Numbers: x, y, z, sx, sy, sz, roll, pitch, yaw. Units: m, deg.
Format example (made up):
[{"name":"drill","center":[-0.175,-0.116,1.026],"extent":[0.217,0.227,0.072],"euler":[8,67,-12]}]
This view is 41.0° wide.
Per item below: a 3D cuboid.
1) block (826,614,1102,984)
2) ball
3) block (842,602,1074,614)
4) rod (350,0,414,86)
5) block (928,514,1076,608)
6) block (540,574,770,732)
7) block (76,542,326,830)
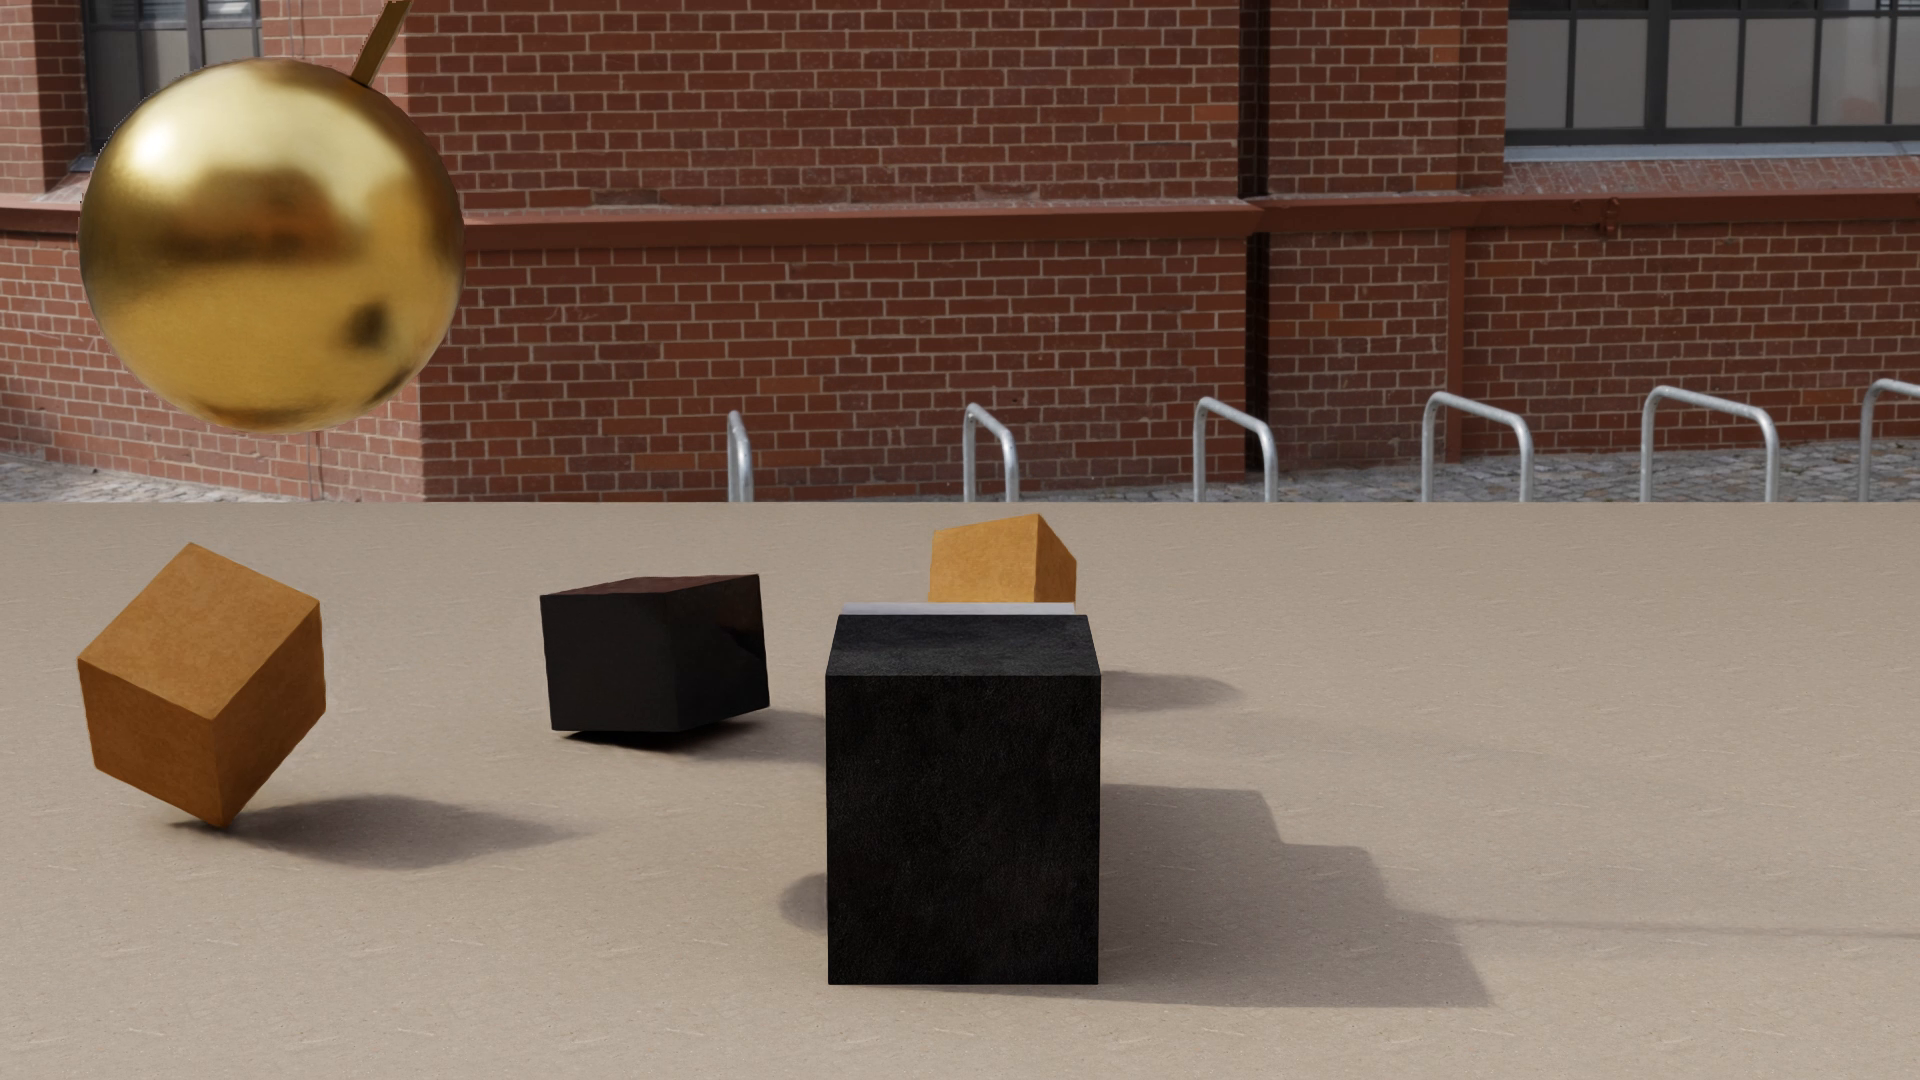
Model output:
[{"name":"block","center":[0.012,1.027,10.454],"extent":[1.054,1.239,1.119],"euler":[0,10,0]},{"name":"ball","center":[-2.920,-1.246,10.954],"extent":[1.600,1.600,1.600],"euler":[0,10,0]},{"name":"block","center":[-0.008,0.911,11.469],"extent":[1.054,1.104,0.898],"euler":[0,10,0]},{"name":"rod","center":[-1.265,-4.168,10.422],"extent":[0.080,5.200,0.080],"euler":[29,9,-5]},{"name":"block","center":[0.247,0.337,14.828],"extent":[0.660,0.688,0.594],"euler":[-10,-33,22]},{"name":"block","center":[-1.638,0.602,13.825],"extent":[0.848,0.729,0.827],"euler":[-2,5,31]},{"name":"block","center":[-3.543,0.682,12.069],"extent":[0.718,0.807,0.842],"euler":[23,47,11]}]
